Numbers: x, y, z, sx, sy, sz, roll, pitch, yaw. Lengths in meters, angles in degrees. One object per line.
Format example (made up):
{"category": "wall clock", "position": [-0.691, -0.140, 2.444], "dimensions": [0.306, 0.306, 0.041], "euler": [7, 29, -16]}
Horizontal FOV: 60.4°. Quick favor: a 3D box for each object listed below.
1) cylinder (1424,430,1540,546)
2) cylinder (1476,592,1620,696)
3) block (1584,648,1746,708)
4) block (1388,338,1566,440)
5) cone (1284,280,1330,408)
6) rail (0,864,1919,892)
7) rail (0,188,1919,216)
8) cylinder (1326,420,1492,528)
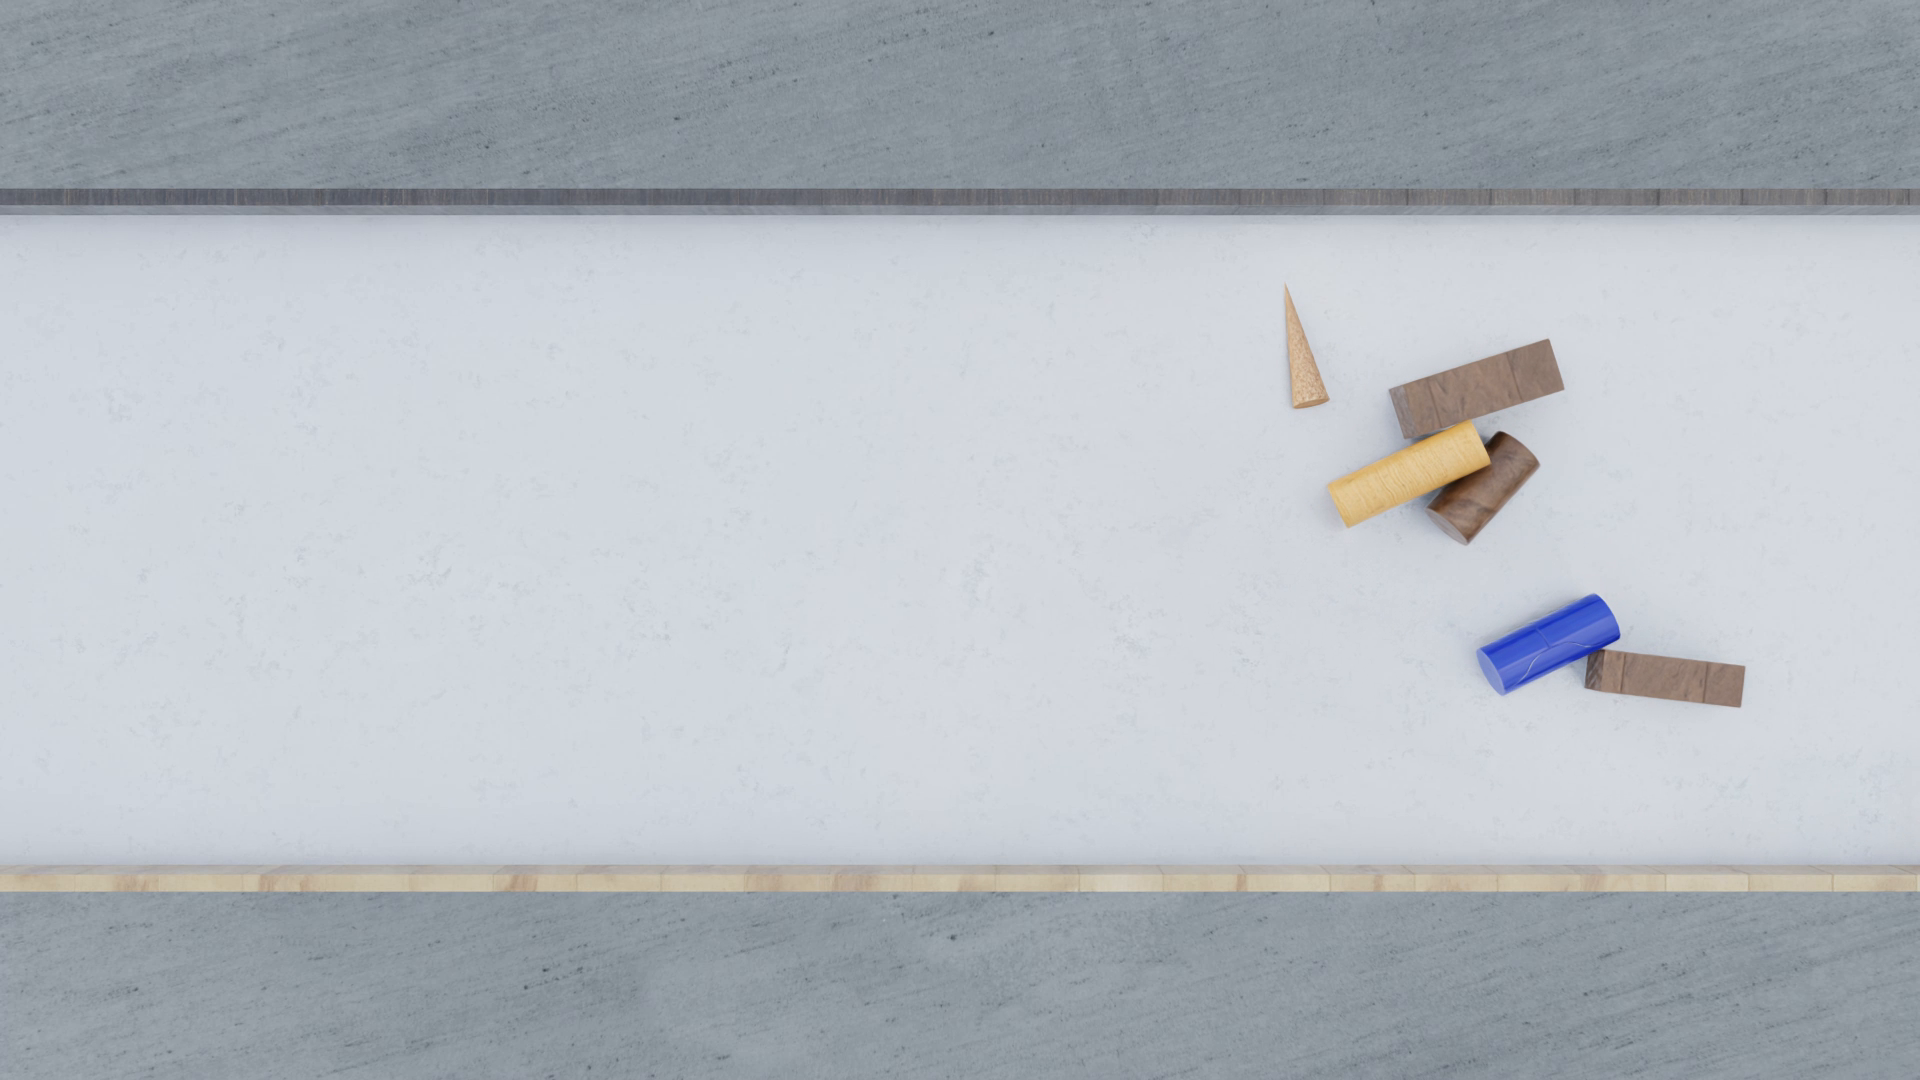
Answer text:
{"category": "cylinder", "position": [1.581, -0.156, 4.993], "dimensions": [0.168, 0.168, 0.319], "euler": [43, 90, 0]}
{"category": "cylinder", "position": [1.780, 0.317, 4.996], "dimensions": [0.385, 0.160, 0.160], "euler": [-26, 90, 0]}
{"category": "block", "position": [2.140, 0.417, 5.013], "dimensions": [0.425, 0.127, 0.127], "euler": [7, 90, 0]}
{"category": "block", "position": [1.561, -0.456, 4.996], "dimensions": [0.458, 0.162, 0.162], "euler": [-18, 90, 0]}
{"category": "cone", "position": [1.034, -0.609, 5.049], "dimensions": [0.110, 0.110, 0.398], "euler": [-11, 82, 0]}
{"category": "rail", "position": [-2.247, 1.025, 5.001], "dimensions": [12.000, 0.150, 0.050], "euler": [0, 90, 0]}
{"category": "rail", "position": [-2.247, -1.025, 5.002], "dimensions": [12.000, 0.150, 0.050], "euler": [0, 90, 0]}
{"category": "cylinder", "position": [1.344, -0.197, 4.948], "dimensions": [0.456, 0.149, 0.149], "euler": [-26, 90, 14]}
